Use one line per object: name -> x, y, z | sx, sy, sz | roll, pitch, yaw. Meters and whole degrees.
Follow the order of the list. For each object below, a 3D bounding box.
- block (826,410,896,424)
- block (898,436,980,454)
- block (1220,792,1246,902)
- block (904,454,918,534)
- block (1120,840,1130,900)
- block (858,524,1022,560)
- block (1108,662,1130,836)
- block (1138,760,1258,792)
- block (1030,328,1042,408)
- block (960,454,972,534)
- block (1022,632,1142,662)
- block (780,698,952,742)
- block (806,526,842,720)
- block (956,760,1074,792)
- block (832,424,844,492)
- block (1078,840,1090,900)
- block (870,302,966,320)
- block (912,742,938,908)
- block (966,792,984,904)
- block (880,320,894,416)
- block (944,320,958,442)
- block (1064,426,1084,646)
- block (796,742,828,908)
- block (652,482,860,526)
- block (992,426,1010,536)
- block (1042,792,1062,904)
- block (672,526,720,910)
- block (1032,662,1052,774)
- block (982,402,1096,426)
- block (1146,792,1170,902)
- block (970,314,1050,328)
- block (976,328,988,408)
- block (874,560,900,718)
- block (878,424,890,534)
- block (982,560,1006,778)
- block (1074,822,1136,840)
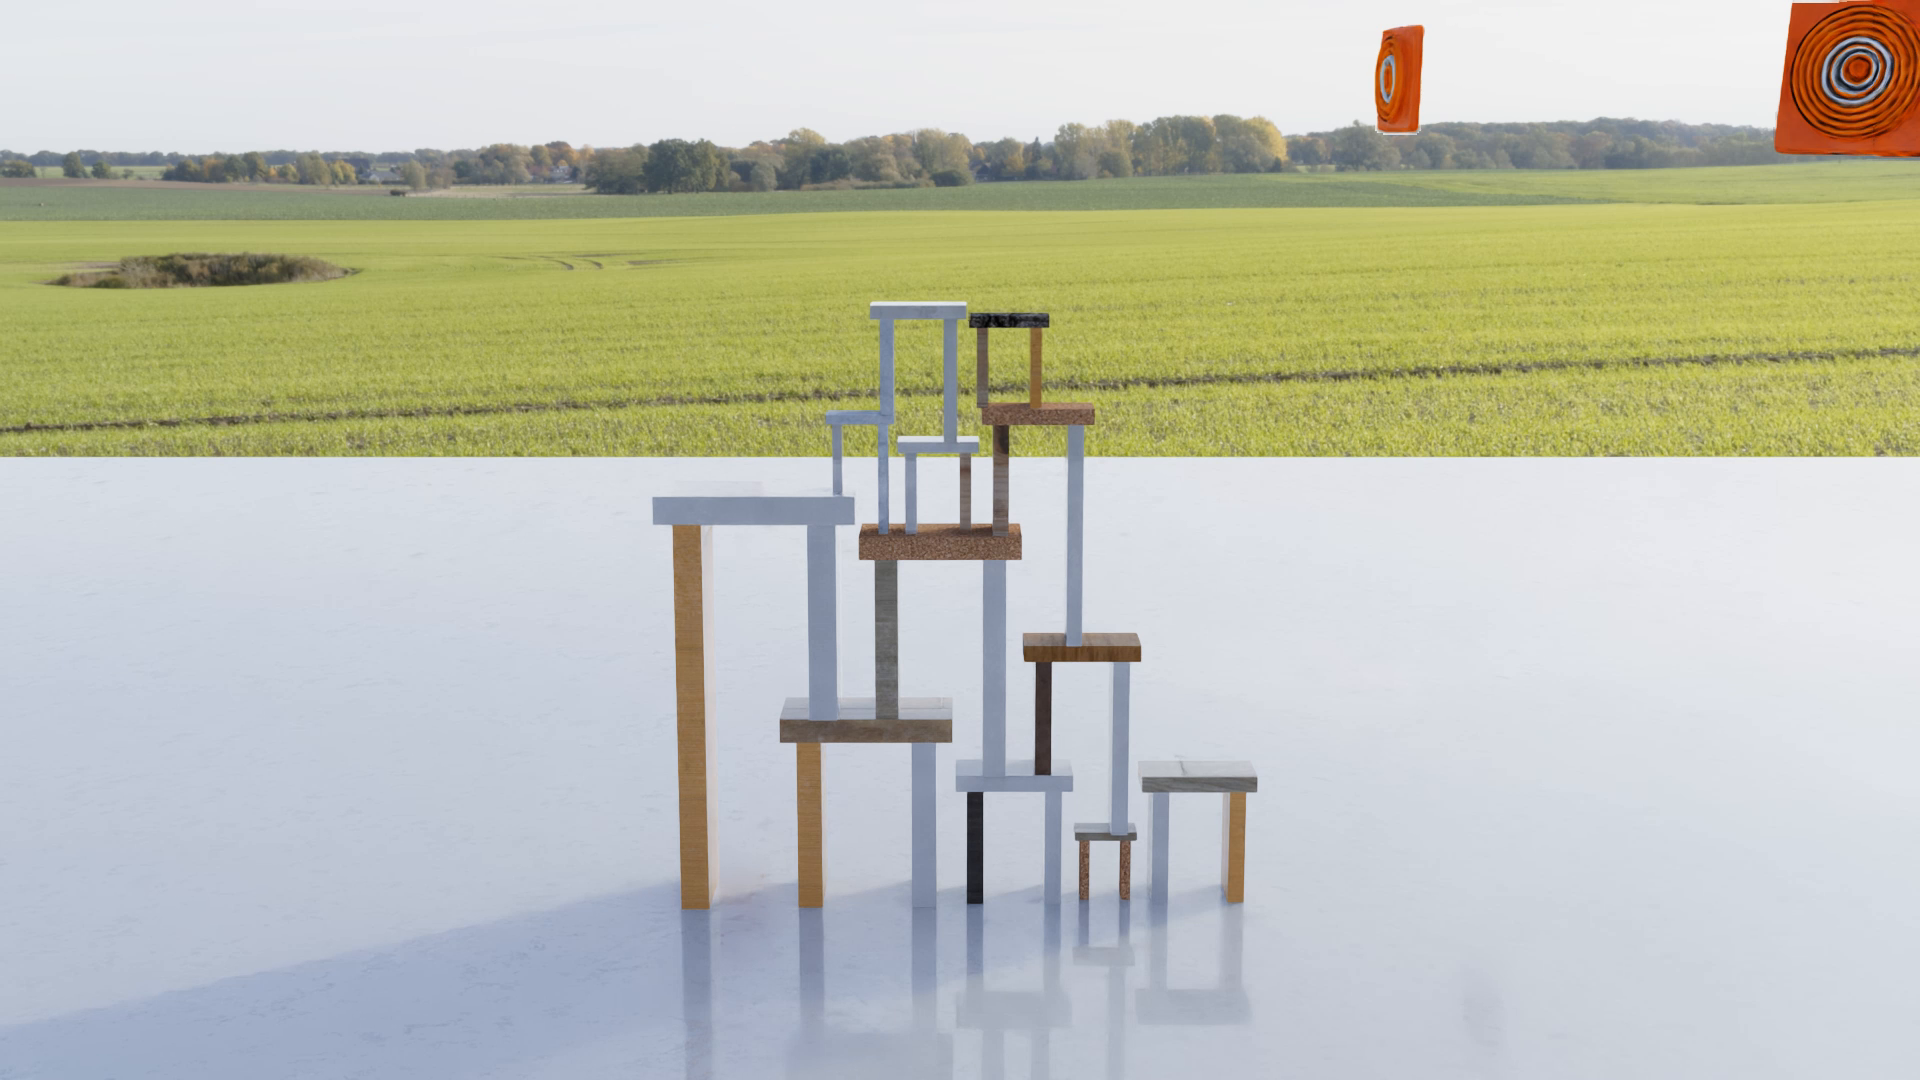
block -> -0.159, -0.196, 3.520 | 0.109, 0.015, 0.054 | 0, 11, 0
block -> -0.035, -0.153, 3.533 | 0.131, 0.018, 0.065 | 0, 11, 0
block -> 0.455, 0.497, 3.656 | 0.027, 0.188, 0.094 | 0, 11, 0
block -> -0.078, -0.080, 3.546 | 0.018, 0.131, 0.065 | 0, 11, 0
block -> 0.274, 0.541, 3.655 | 0.014, 0.102, 0.051 | 0, 11, 0
block -> -0.031, 0.002, 3.563 | 0.260, 0.037, 0.130 | 0, 11, 0
block -> 0.261, 0.332, 3.624 | 0.027, 0.292, 0.094 | 0, 11, 0
block -> 0.392, 0.391, 3.637 | 0.188, 0.027, 0.094 | 0, 11, 0
block -> 0.121, -0.278, 3.510 | 0.018, 0.127, 0.063 | 0, 11, 0
block -> 0.009, -0.080, 3.546 | 0.018, 0.131, 0.065 | 0, 11, 0
block -> 0.198, 0.175, 3.594 | 0.189, 0.027, 0.095 | 0, 11, 0
block -> -0.152, 0.296, 3.618 | 0.279, 0.040, 0.140 | 0, 11, 0
block -> -0.220, 0.119, 3.586 | 0.045, 0.319, 0.160 | 0, 11, 0
block -> 0.089, 0.388, 3.630 | 0.192, 0.027, 0.096 | 0, 11, 0
block -> -0.196, -0.135, 3.532 | 0.015, 0.109, 0.054 | 0, 11, 0
block -> 0.206, 0.541, 3.655 | 0.014, 0.102, 0.051 | 0, 11, 0
block -> -0.066, -0.365, 3.496 | 0.152, 0.022, 0.076 | 0, 11, 0
block -> -0.059, 0.452, 3.647 | 0.040, 0.279, 0.140 | 0, 11, 0
block -> 0.025, 0.496, 3.650 | 0.027, 0.192, 0.096 | 0, 11, 0
block -> -0.116, -0.279, 3.511 | 0.022, 0.152, 0.076 | 0, 11, -1
block -> -0.016, -0.258, 3.516 | 0.022, 0.195, 0.076 | 0, 11, 0
block -> 0.184, -0.013, 3.553 | 0.025, 0.359, 0.089 | 0, 11, 0
block -> -0.245, 0.452, 3.647 | 0.040, 0.279, 0.140 | 0, 11, 0
block -> -0.326, -0.060, 3.553 | 0.320, 0.045, 0.160 | 0, 11, 0
block -> 0.065, -0.102, 3.537 | 0.025, 0.178, 0.089 | 0, 11, 0
block -> 0.153, 0.496, 3.650 | 0.027, 0.192, 0.096 | 0, 11, 0
block -> -0.433, 0.275, 3.615 | 0.045, 0.638, 0.160 | 0, 11, 0
block -> 0.135, 0.281, 3.614 | 0.027, 0.189, 0.094 | 0, 11, 0
block -> 0.124, -0.202, 3.518 | 0.178, 0.025, 0.089 | 0, 11, 0
block -> 0.329, 0.497, 3.656 | 0.027, 0.188, 0.094 | 0, 11, 0
block -> 0.078, -0.349, 3.498 | 0.127, 0.018, 0.063 | 0, 11, 0
block -> 0.036, -0.278, 3.511 | 0.018, 0.127, 0.063 | 0, 11, 0
block -> -0.118, 0.148, 3.590 | 0.037, 0.260, 0.130 | 0, 11, 0
block -> -0.123, -0.102, 3.538 | 0.015, 0.177, 0.054 | 0, 11, 0
block -> 0.055, 0.197, 3.600 | 0.037, 0.360, 0.130 | 0, 11, 0
block -> 0.240, 0.484, 3.645 | 0.102, 0.014, 0.051 | 0, 11, 0
